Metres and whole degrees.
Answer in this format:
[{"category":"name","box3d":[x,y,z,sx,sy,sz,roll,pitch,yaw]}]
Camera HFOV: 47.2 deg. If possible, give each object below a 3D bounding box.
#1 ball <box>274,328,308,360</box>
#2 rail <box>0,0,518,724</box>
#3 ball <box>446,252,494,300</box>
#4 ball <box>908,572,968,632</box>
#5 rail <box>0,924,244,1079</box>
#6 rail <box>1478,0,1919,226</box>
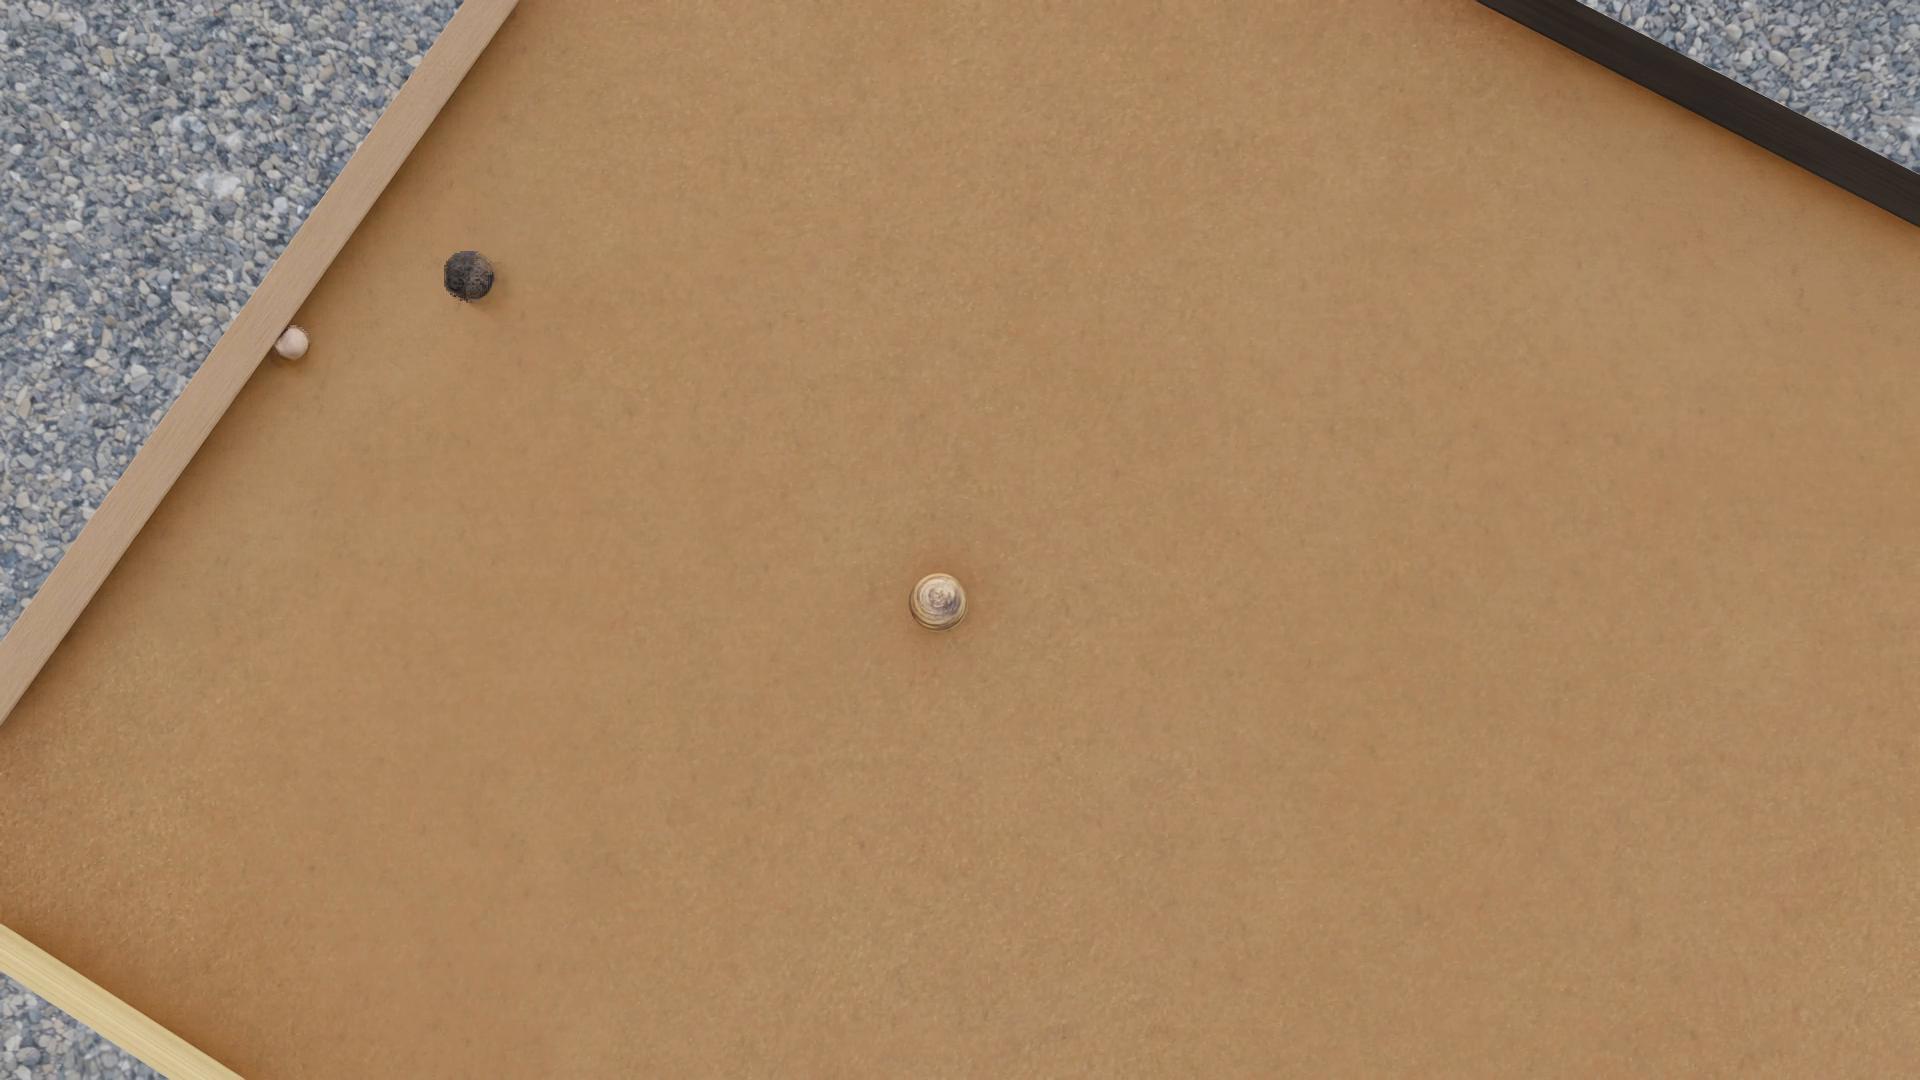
[{"category":"ball","box3d":[-1.049,-0.309,3.449,0.050,0.050,0.050,0,75,0]},{"category":"rail","box3d":[-0.947,-0.544,3.479,0.045,0.117,2.499,30,77,8]},{"category":"ball","box3d":[-0.773,-0.416,3.467,0.074,0.074,0.074,0,75,0]},{"category":"ball","box3d":[-0.032,0.095,3.318,0.090,0.090,0.090,0,75,0]},{"category":"rail","box3d":[0.345,1.561,2.899,4.490,0.117,0.045,30,77,8]},{"category":"rail","box3d":[1.589,-0.475,3.460,4.490,0.117,0.045,30,77,8]}]
